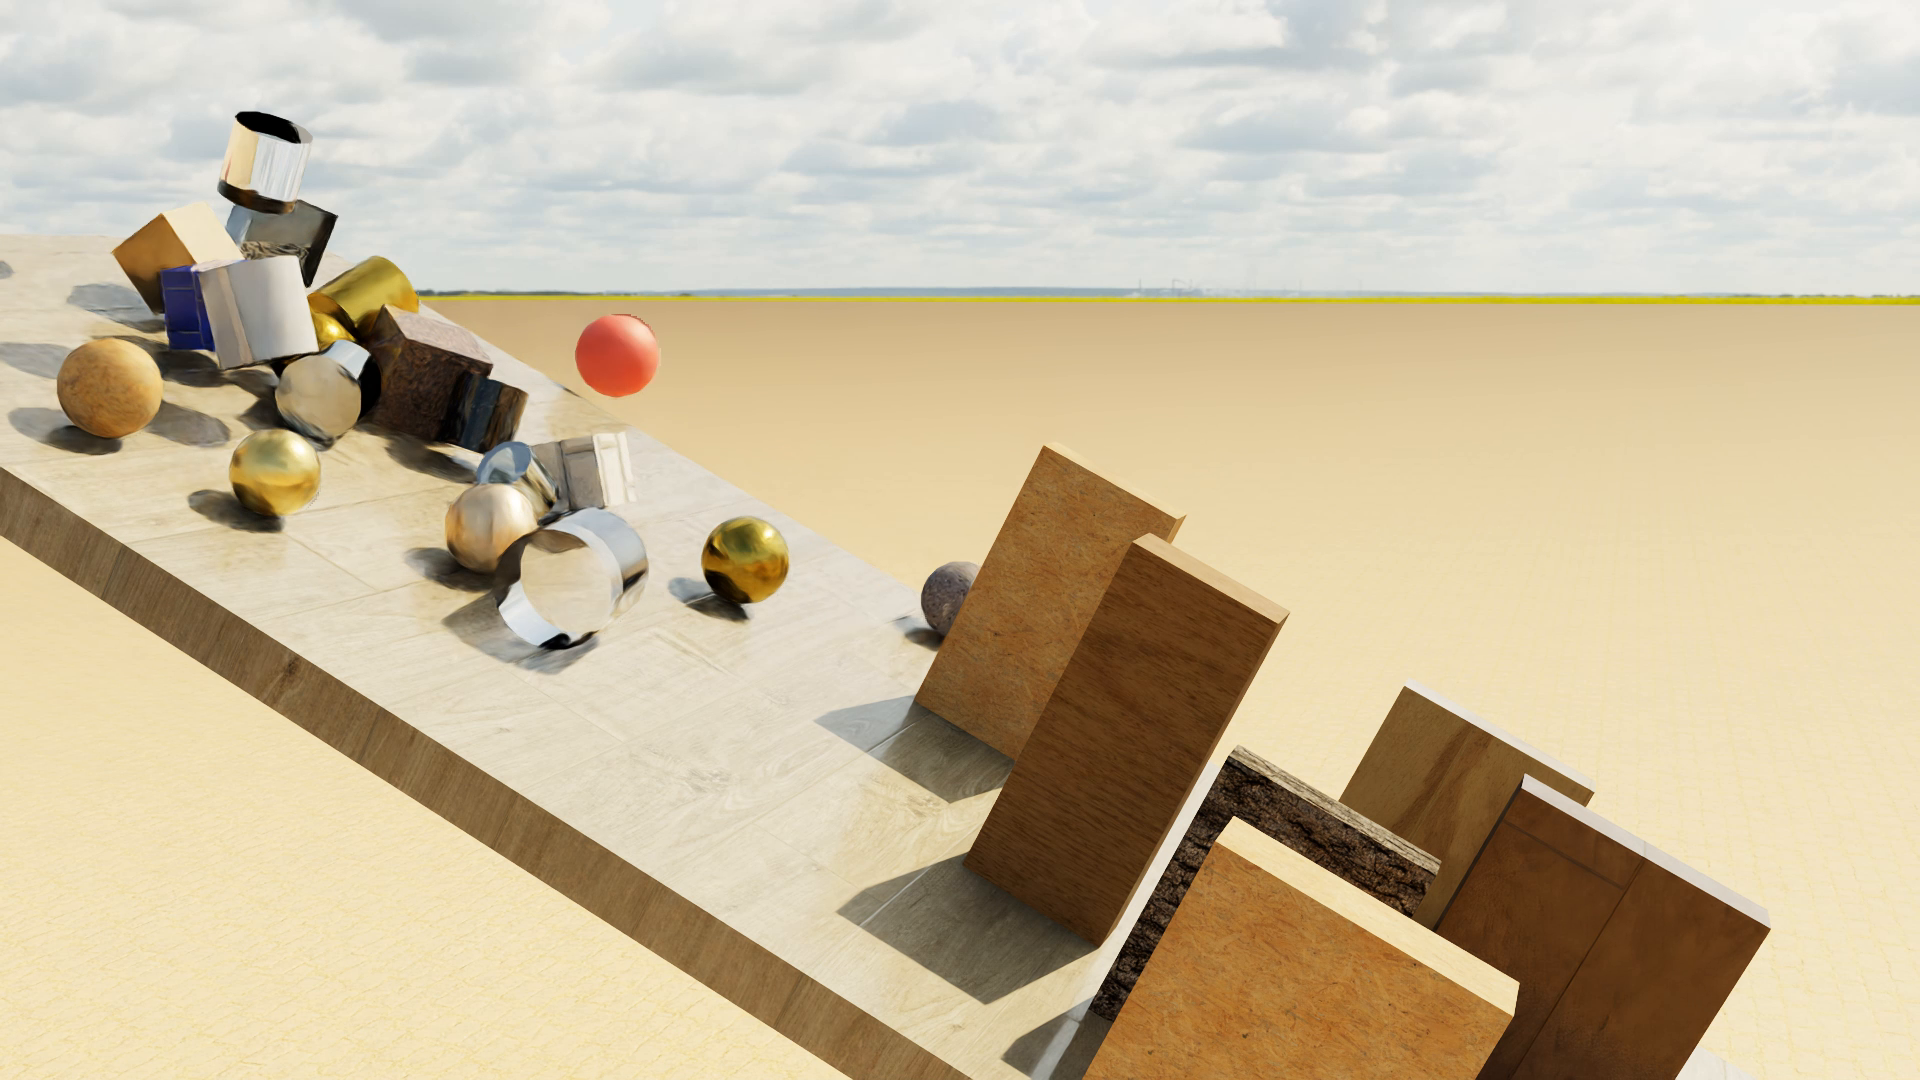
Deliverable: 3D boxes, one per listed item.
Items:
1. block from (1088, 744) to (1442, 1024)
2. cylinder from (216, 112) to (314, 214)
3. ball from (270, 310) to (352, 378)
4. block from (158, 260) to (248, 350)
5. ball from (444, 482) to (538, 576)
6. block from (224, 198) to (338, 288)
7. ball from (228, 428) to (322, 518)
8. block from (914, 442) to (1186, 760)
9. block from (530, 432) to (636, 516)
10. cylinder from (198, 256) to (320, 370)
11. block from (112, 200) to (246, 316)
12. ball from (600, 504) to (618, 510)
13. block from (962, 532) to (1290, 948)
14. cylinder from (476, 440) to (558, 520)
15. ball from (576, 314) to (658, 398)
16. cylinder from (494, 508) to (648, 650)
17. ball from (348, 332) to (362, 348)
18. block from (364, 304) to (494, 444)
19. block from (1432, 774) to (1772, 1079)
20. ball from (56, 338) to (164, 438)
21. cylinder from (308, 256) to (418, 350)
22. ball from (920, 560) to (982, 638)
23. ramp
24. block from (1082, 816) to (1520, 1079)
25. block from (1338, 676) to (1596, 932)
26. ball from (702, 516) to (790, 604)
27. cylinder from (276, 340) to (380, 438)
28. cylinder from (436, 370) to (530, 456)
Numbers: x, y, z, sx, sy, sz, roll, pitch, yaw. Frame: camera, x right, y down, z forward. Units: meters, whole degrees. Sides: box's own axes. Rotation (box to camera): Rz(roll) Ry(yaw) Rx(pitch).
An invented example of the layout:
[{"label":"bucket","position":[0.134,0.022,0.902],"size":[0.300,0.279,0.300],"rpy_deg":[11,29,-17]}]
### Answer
[{"label":"block","position":[0.467,0.613,3.403],"size":[0.354,0.472,0.086],"rpy_deg":[30,14,12]},{"label":"cylinder","position":[-1.299,-0.705,4.110],"size":[0.143,0.143,0.143],"rpy_deg":[20,21,-8]},{"label":"ball","position":[-1.296,-0.375,4.389],"size":[0.163,0.163,0.163],"rpy_deg":[0,7,0]},{"label":"block","position":[-1.428,-0.455,4.254],"size":[0.151,0.151,0.151],"rpy_deg":[4,16,27]},{"label":"ball","position":[-0.840,-0.020,3.941],"size":[0.165,0.165,0.165],"rpy_deg":[0,7,0]},{"label":"block","position":[-1.484,-0.664,4.775],"size":[0.168,0.168,0.168],"rpy_deg":[22,-2,-35]},{"label":"ball","position":[-1.161,-0.114,3.728],"size":[0.151,0.151,0.151],"rpy_deg":[0,7,0]},{"label":"block","position":[0.176,0.135,4.362],"size":[0.299,0.585,0.098],"rpy_deg":[30,14,12]},{"label":"block","position":[-0.757,-0.133,4.425],"size":[0.142,0.142,0.142],"rpy_deg":[-9,2,18]},{"label":"cylinder","position":[-1.278,-0.413,4.009],"size":[0.177,0.177,0.177],"rpy_deg":[-12,6,1]},{"label":"block","position":[-1.574,-0.570,4.440],"size":[0.152,0.152,0.152],"rpy_deg":[-30,8,21]},{"label":"ball","position":[-0.746,-0.128,4.567],"size":[0.130,0.130,0.130],"rpy_deg":[0,7,0]},{"label":"block","position":[0.278,0.337,3.711],"size":[0.272,0.637,0.133],"rpy_deg":[30,14,12]},{"label":"cylinder","position":[-0.855,-0.112,4.256],"size":[0.115,0.115,0.115],"rpy_deg":[3,-33,25]},{"label":"ball","position":[-0.852,-0.458,5.465],"size":[0.205,0.205,0.205],"rpy_deg":[0,7,0]},{"label":"cylinder","position":[-0.675,0.065,3.839],"size":[0.210,0.210,0.210],"rpy_deg":[1,11,9]},{"label":"ball","position":[-1.287,-0.379,4.526],"size":[0.111,0.111,0.111],"rpy_deg":[0,7,0]},{"label":"block","position":[-1.114,-0.340,4.540],"size":[0.194,0.194,0.194],"rpy_deg":[17,17,-35]},{"label":"block","position":[1.007,0.753,3.695],"size":[0.445,0.562,0.110],"rpy_deg":[30,14,12]},{"label":"ball","position":[-1.433,-0.257,3.709],"size":[0.168,0.168,0.168],"rpy_deg":[0,7,0]},{"label":"cylinder","position":[-1.257,-0.488,4.626],"size":[0.163,0.163,0.163],"rpy_deg":[6,37,40]},{"label":"ball","position":[0.001,0.135,4.897],"size":[0.177,0.177,0.177],"rpy_deg":[0,7,0]},{"label":"ramp","position":[-0.230,0.384,4.152],"size":[4.000,0.100,2.000],"rpy_deg":[30,14,12]},{"label":"block","position":[0.450,0.708,3.032],"size":[0.445,0.470,0.144],"rpy_deg":[30,14,12]},{"label":"block","position":[0.978,0.587,4.449],"size":[0.419,0.463,0.098],"rpy_deg":[30,14,12]},{"label":"ball","position":[-0.433,0.041,4.439],"size":[0.179,0.179,0.179],"rpy_deg":[0,7,0]},{"label":"cylinder","position":[-1.217,-0.293,4.246],"size":[0.162,0.162,0.162],"rpy_deg":[0,14,-2]},{"label":"cylinder","position":[-0.961,-0.247,4.433],"size":[0.147,0.147,0.147],"rpy_deg":[17,-4,1]}]
